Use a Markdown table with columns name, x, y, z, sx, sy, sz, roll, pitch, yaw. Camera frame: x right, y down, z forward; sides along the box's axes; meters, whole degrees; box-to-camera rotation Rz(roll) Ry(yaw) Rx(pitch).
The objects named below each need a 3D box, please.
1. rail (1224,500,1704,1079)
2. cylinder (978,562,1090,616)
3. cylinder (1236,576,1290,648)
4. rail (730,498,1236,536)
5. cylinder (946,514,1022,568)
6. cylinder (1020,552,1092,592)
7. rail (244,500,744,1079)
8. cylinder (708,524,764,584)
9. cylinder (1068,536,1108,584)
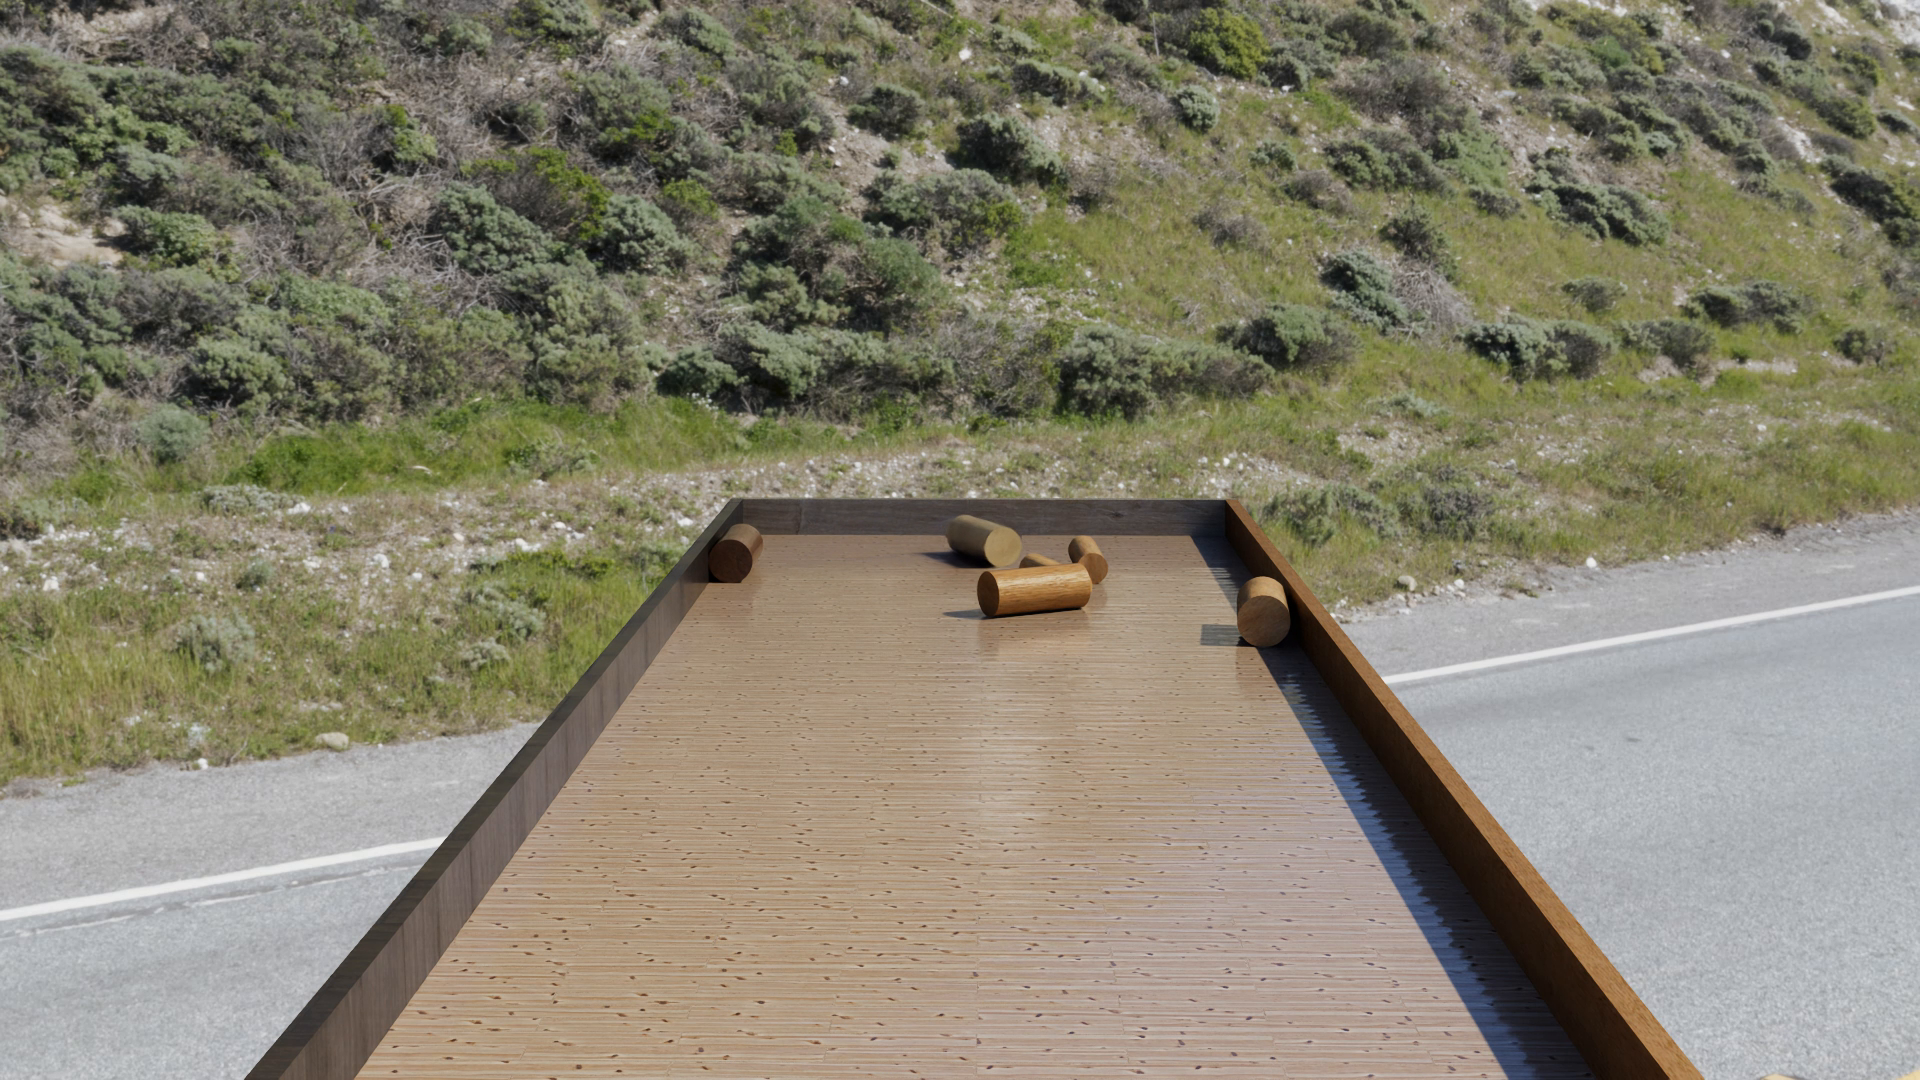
| name | x | y | z | sx | sy | sz | roll | pitch | yaw |
| --- | --- | --- | --- | --- | --- | --- | --- | --- | --- |
| rail | 1.046 | 0.843 | 3.208 | 0.050 | 0.150 | 12.000 | 0 | 9 | 1 |
| cylinder | 0.251 | 0.168 | 7.458 | 0.357 | 0.154 | 0.154 | -5 | 10 | -28 |
| cylinder | 0.970 | 0.228 | 7.042 | 0.166 | 0.166 | 0.339 | 1 | 9 | 7 |
| rail | 0.099 | -0.098 | 9.147 | 2.100 | 0.150 | 0.050 | 0 | 9 | 1 |
| cylinder | 0.090 | 0.002 | 8.502 | 0.155 | 0.155 | 0.354 | -4 | 10 | -24 |
| cylinder | 0.337 | 0.133 | 7.814 | 0.113 | 0.113 | 0.407 | -3 | 10 | -20 |
| rail | -1.004 | 0.839 | 3.234 | 0.050 | 0.150 | 12.000 | 0 | 9 | 1 |
| cylinder | -0.833 | 0.047 | 8.197 | 0.161 | 0.161 | 0.388 | 0 | 9 | 1 |
| cylinder | 0.475 | 0.071 | 8.194 | 0.114 | 0.114 | 0.416 | 0 | 9 | -1 |
